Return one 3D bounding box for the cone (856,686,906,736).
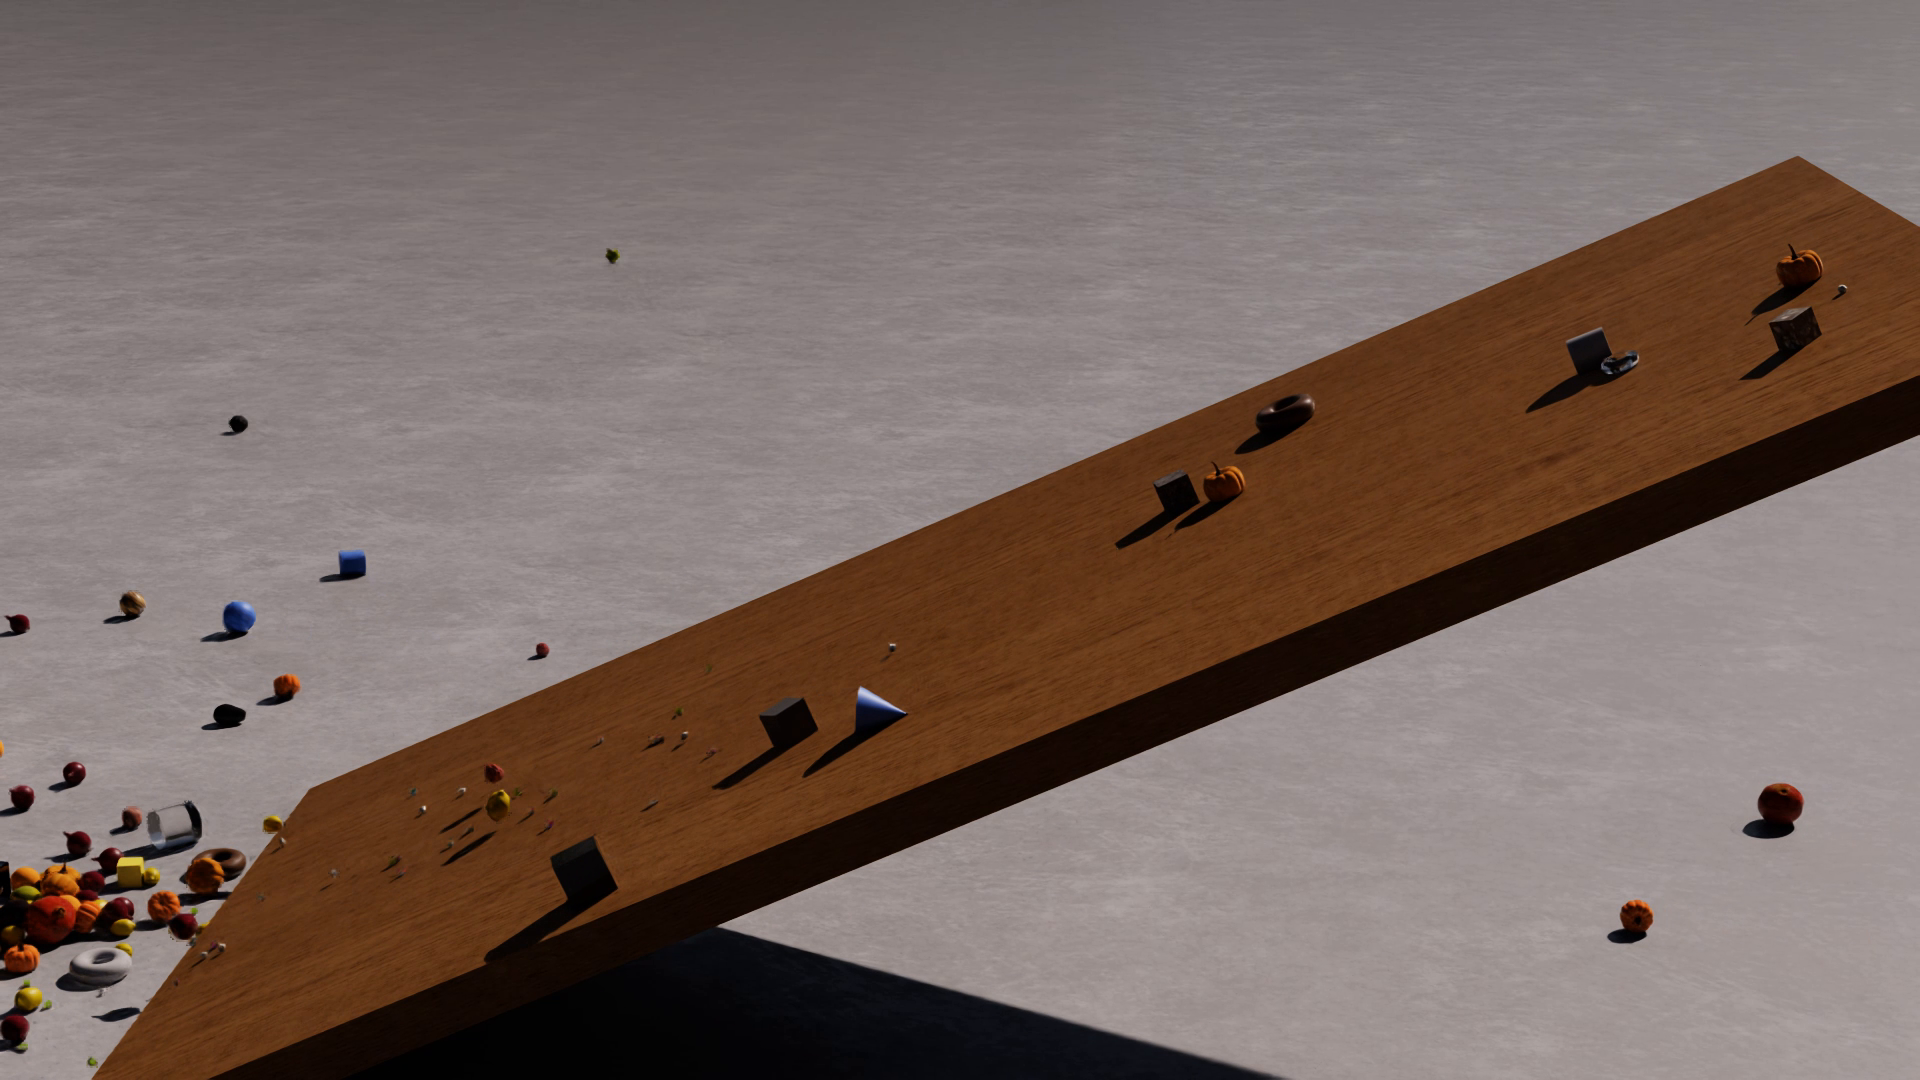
[{"bbox_3d":[-0.151,0.340,5.802,0.098,0.098,0.098,4,15,5],"label":"cone"}]

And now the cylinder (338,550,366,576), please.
[{"bbox_3d":[-2.024,0.078,9.796,0.077,0.077,0.077,-5,16,-19],"label":"cylinder"}]

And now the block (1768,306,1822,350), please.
[{"bbox_3d":[1.569,-0.397,5.526,0.058,0.058,0.058,-32,14,-27],"label":"block"}]

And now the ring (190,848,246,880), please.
[{"bbox_3d":[-1.817,0.795,7.213,0.134,0.045,0.134,0,16,0],"label":"ring"}]

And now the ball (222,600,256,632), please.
[{"bbox_3d":[-2.244,0.239,9.156,0.100,0.100,0.100,0,15,0],"label":"ball"}]

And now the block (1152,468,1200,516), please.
[{"bbox_3d":[0.468,-0.104,6.372,0.069,0.069,0.069,-25,13,-2],"label":"block"}]

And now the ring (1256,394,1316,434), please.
[{"bbox_3d":[0.737,-0.286,6.655,0.144,0.048,0.144,-23,14,6],"label":"ring"}]

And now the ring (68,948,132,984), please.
[{"bbox_3d":[-1.932,0.957,6.610,0.137,0.046,0.137,0,16,0],"label":"ring"}]

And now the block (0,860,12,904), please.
[{"bbox_3d":[-2.332,0.823,7.016,0.092,0.092,0.092,4,16,14],"label":"block"}]

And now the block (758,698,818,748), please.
[{"bbox_3d":[-0.348,0.371,5.979,0.074,0.074,0.074,-32,14,-28],"label":"block"}]

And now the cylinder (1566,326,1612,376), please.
[{"bbox_3d":[1.279,-0.382,5.966,0.077,0.077,0.077,-22,11,14],"label":"cylinder"}]

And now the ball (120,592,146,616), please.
[{"bbox_3d":[-2.625,0.203,9.329,0.079,0.079,0.079,0,15,0],"label":"ball"}]

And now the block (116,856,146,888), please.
[{"bbox_3d":[-2.013,0.807,7.143,0.056,0.056,0.056,-2,15,-7],"label":"block"}]

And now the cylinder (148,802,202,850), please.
[{"bbox_3d":[-1.972,0.718,7.388,0.100,0.100,0.100,-13,20,-39],"label":"cylinder"}]

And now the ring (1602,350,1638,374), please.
[{"bbox_3d":[1.323,-0.356,5.894,0.078,0.026,0.078,-22,13,5],"label":"ring"}]

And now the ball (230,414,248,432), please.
[{"bbox_3d":[-2.900,-0.469,11.830,0.068,0.068,0.068,0,15,0],"label":"ball"}]

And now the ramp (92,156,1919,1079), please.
[{"bbox_3d":[0.132,0.170,6.284,4.000,0.100,2.000,-23,13,8],"label":"ramp"}]

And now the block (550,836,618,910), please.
[{"bbox_3d":[-0.713,0.631,5.576,0.091,0.091,0.091,-26,13,-7],"label":"block"}]

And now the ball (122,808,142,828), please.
[{"bbox_3d":[-2.115,0.710,7.512,0.051,0.051,0.051,0,15,0],"label":"ball"}]
